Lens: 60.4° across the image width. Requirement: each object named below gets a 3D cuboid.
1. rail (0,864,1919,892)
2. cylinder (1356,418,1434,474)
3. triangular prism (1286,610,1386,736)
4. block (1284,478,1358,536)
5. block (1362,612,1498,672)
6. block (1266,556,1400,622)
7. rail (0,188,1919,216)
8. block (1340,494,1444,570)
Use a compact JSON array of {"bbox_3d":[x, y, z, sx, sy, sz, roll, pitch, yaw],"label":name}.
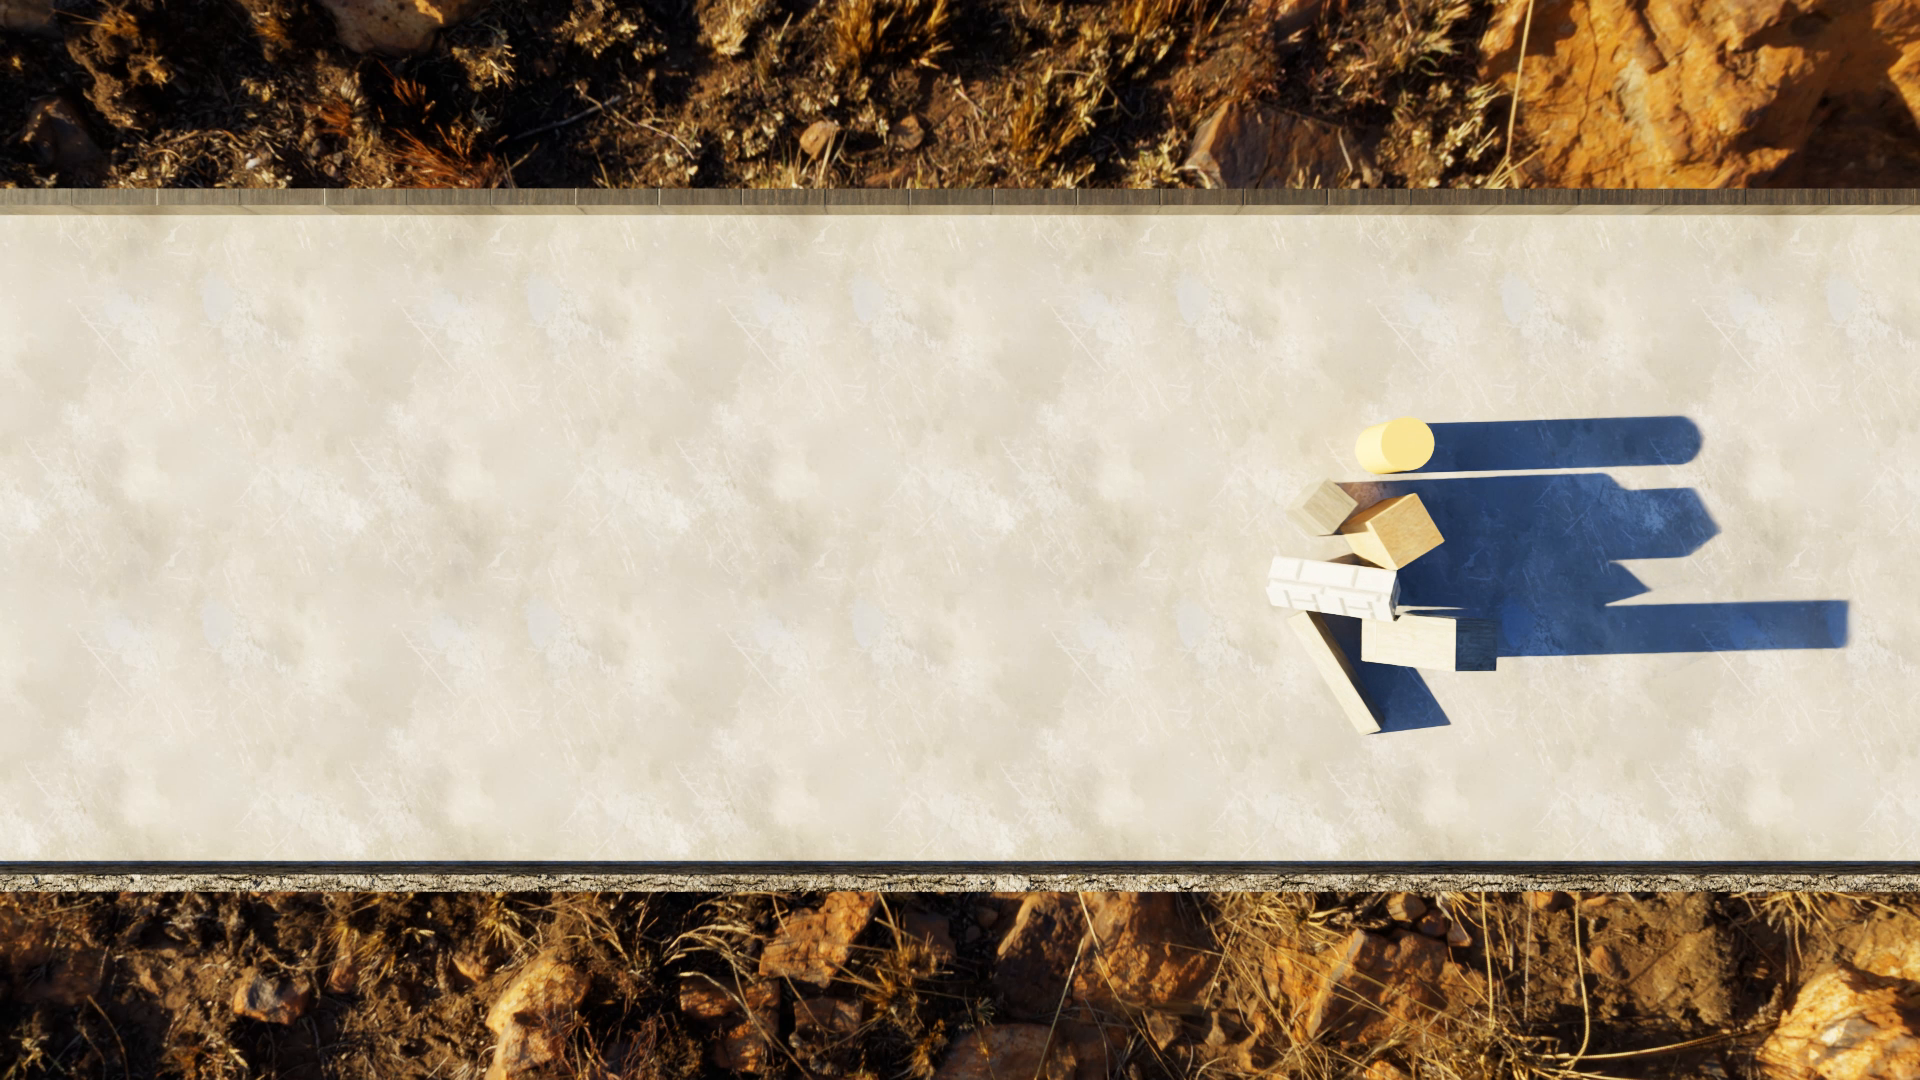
[{"bbox_3d":[-2.247,1.025,5.001,12.000,0.150,0.050,0,90,0],"label":"rail"},{"bbox_3d":[1.294,-0.279,4.923,0.154,0.307,0.154,0,90,0],"label":"cylinder"},{"bbox_3d":[1.158,0.397,5.035,0.092,0.079,0.425,-32,90,0],"label":"triangular prism"},{"bbox_3d":[1.073,-0.096,4.920,0.116,0.308,0.116,41,90,2],"label":"block"},{"bbox_3d":[1.374,0.296,4.851,0.147,0.427,0.147,1,90,-23],"label":"block"},{"bbox_3d":[1.114,0.144,4.927,0.368,0.111,0.111,8,62,27],"label":"block"},{"bbox_3d":[-2.247,-1.025,5.002,12.000,0.150,0.050,0,90,0],"label":"rail"},{"bbox_3d":[1.281,-0.020,4.914,0.161,0.316,0.161,-31,90,-3],"label":"block"}]
